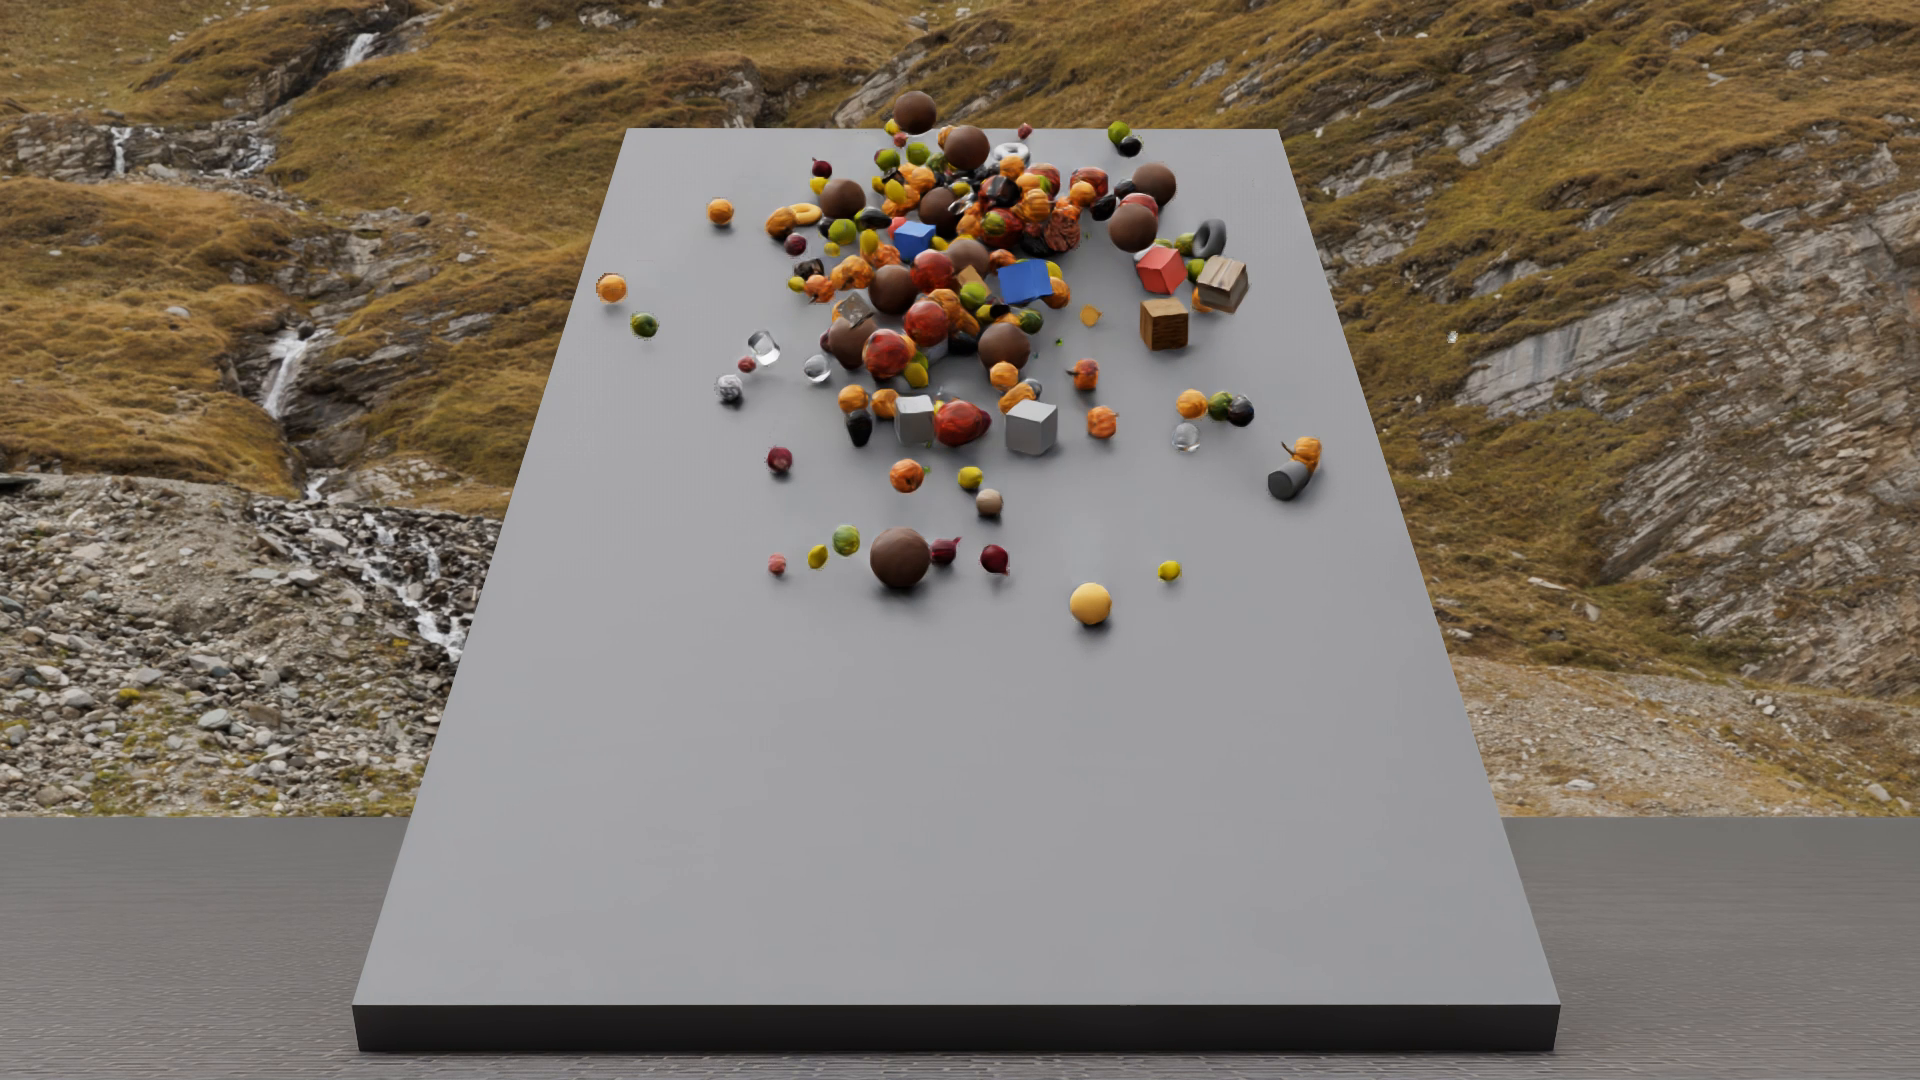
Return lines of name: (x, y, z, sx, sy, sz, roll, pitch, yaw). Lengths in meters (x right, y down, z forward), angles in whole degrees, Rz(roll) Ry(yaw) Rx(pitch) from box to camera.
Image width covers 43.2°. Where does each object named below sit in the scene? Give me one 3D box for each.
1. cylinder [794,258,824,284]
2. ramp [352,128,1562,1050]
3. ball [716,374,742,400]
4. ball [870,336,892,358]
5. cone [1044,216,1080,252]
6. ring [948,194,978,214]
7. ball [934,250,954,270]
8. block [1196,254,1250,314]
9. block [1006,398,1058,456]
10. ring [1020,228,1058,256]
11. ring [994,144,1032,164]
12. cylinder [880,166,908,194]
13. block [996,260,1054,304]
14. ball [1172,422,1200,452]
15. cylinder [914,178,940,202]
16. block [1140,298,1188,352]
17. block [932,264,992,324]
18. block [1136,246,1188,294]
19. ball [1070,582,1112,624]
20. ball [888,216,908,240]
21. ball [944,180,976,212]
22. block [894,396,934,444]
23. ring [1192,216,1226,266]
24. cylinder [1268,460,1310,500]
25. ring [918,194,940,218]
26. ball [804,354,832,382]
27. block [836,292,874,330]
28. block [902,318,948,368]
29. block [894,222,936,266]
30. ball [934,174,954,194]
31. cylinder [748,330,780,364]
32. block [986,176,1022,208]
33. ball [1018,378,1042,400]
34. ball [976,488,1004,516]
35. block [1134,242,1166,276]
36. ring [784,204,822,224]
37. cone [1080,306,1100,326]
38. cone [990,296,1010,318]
cylinder: (-0.399, -0.711, 6.413, 0.057, 0.057, 0.057, -9, -10, 29)
ramp: (-0.014, -0.205, 5.756, 2.000, 0.100, 4.000, 0, 31, 0)
ball: (-0.558, -0.371, 5.873, 0.063, 0.063, 0.063, 0, -6, 0)
ball: (-0.197, -0.484, 6.075, 0.054, 0.054, 0.054, 0, -6, 0)
cone: (0.280, -0.846, 6.625, 0.099, 0.099, 0.099, 0, 19, 3)
ring: (0.008, -0.917, 6.612, 0.087, 0.029, 0.087, -31, 2, 1)
ball: (-0.043, -0.756, 6.541, 0.050, 0.050, 0.050, 0, -6, 0)
block: (0.650, -0.632, 5.991, 0.091, 0.091, 0.091, 19, -28, 26)
block: (0.168, -0.264, 5.670, 0.090, 0.090, 0.090, 15, 34, 23)
ring: (0.223, -0.817, 6.653, 0.123, 0.041, 0.123, 3, 35, -2)
ring: (0.157, -1.151, 7.226, 0.111, 0.037, 0.111, 0, 32, 0)
cylinder: (-0.184, -1.006, 6.786, 0.054, 0.054, 0.054, -7, -51, 48)
block: (0.161, -0.639, 6.009, 0.091, 0.091, 0.091, -13, 0, 30)
ball: (0.527, -0.240, 5.653, 0.068, 0.068, 0.068, 0, -6, 0)
cylinder: (-0.094, -0.990, 6.906, 0.055, 0.055, 0.055, -40, 0, -10)
block: (0.517, -0.548, 6.148, 0.096, 0.096, 0.096, -7, 31, -13)
block: (0.005, -0.636, 6.259, 0.092, 0.092, 0.092, -31, 10, 38)
block: (0.533, -0.712, 6.390, 0.085, 0.085, 0.085, 16, -35, 42)
ball: (0.270, 0.131, 5.006, 0.086, 0.086, 0.086, 0, -6, 0)
ball: (-0.168, -0.859, 6.700, 0.067, 0.067, 0.067, 0, -6, 0)
ball: (0.000, -0.969, 6.841, 0.088, 0.088, 0.088, 0, -6, 0)
block: (-0.107, -0.283, 5.709, 0.082, 0.082, 0.082, -6, 31, -10)
ring: (0.669, -0.801, 6.503, 0.046, 0.137, 0.137, 15, -12, -21)
cylinder: (0.742, -0.136, 5.475, 0.069, 0.069, 0.069, -6, 18, 45)
ring: (-0.089, -0.944, 6.851, 0.026, 0.078, 0.078, 41, -29, -30)
ball: (-0.350, -0.422, 5.958, 0.066, 0.066, 0.066, 0, -6, 0)
block: (-0.246, -0.537, 5.674, 0.060, 0.060, 0.060, -39, -3, 3)
block: (-0.088, -0.494, 6.062, 0.083, 0.083, 0.083, 18, 37, 27)
block: (-0.122, -0.807, 6.595, 0.084, 0.084, 0.084, 13, 33, 21)
ball: (-0.048, -1.018, 6.935, 0.061, 0.061, 0.061, 0, -6, 0)
cylinder: (-0.485, -0.477, 5.998, 0.060, 0.060, 0.060, -22, -37, -18)
block: (0.121, -0.952, 6.625, 0.060, 0.060, 0.060, 31, -5, -36)
ball: (0.169, -0.365, 5.872, 0.058, 0.058, 0.058, 0, -6, 0)
ball: (0.065, -0.082, 5.389, 0.062, 0.062, 0.062, 0, -6, 0)
block: (0.512, -0.748, 6.492, 0.066, 0.066, 0.066, 18, -29, 24)
ring: (-0.441, -0.918, 6.829, 0.105, 0.035, 0.105, 0, 30, 0)
cone: (0.349, -0.581, 6.257, 0.053, 0.053, 0.053, -6, 6, 42)
cone: (0.095, -0.602, 6.162, 0.053, 0.053, 0.053, -9, -35, -7)
